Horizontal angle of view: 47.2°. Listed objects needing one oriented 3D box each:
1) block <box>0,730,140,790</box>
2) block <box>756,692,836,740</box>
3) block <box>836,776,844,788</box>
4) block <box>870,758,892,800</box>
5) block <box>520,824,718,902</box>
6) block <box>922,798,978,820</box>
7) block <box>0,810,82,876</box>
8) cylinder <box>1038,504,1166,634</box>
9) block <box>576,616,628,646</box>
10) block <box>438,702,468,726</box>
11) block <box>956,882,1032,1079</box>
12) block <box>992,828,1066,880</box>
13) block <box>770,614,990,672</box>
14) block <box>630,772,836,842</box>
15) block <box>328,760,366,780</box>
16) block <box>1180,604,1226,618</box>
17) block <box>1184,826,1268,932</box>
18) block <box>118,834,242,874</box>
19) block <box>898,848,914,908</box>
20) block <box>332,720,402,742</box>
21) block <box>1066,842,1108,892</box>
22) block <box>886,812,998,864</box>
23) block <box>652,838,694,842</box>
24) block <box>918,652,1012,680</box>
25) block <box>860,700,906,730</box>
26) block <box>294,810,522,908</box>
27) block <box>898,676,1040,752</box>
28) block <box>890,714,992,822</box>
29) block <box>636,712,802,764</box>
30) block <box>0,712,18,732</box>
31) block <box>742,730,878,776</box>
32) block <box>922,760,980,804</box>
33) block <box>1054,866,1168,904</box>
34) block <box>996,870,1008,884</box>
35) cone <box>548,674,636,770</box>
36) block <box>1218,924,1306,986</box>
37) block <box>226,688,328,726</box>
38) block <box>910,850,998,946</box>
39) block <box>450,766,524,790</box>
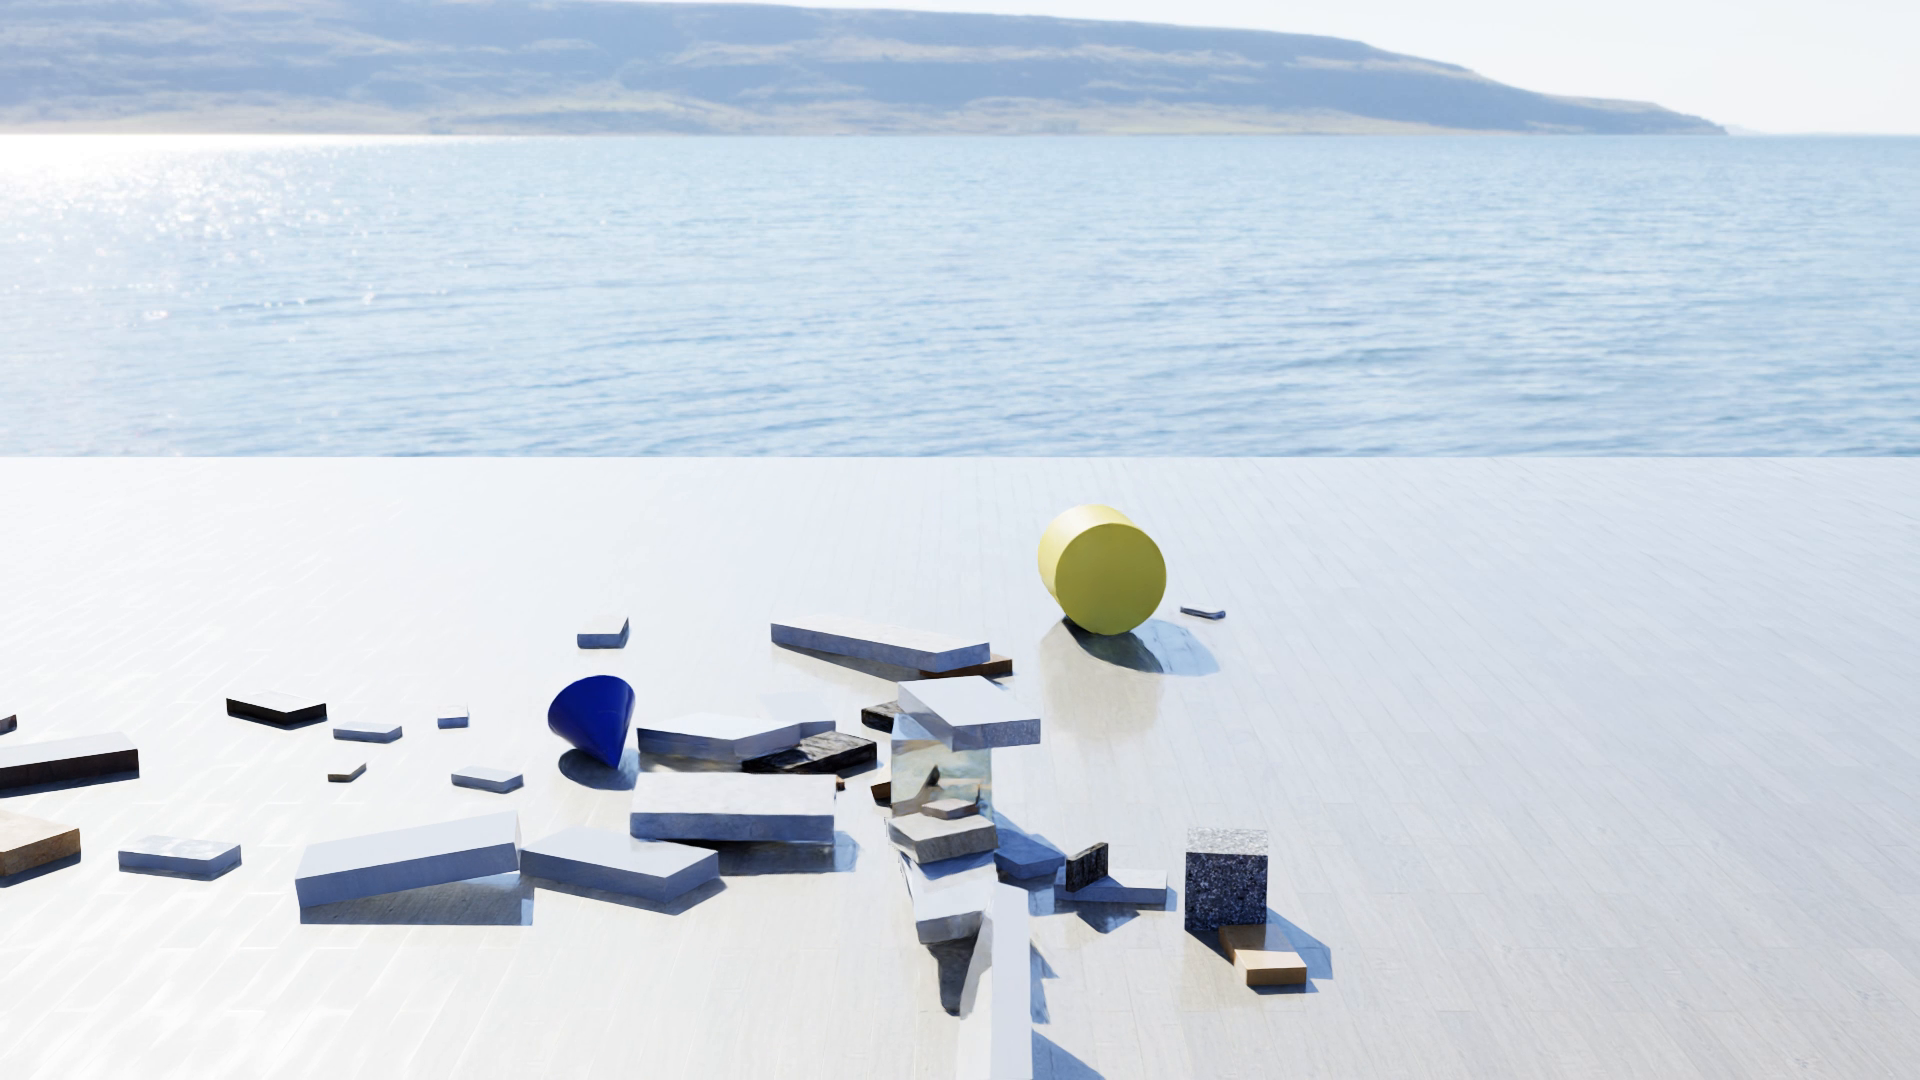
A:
[{"bbox_3d":[-1.812,0.440,4.359,0.320,0.043,0.153,-7,12,-32],"label":"block"},{"bbox_3d":[-0.354,0.376,4.722,0.127,0.036,0.254,-3,11,-15],"label":"block"},{"bbox_3d":[-0.273,0.473,4.262,0.090,0.013,0.045,-4,11,-23],"label":"block"},{"bbox_3d":[-0.103,0.447,4.266,0.099,0.028,0.199,-15,9,13],"label":"block"},{"bbox_3d":[-0.583,0.551,3.759,0.307,0.043,0.153,6,12,28],"label":"block"},{"bbox_3d":[-0.019,0.451,3.691,0.055,0.016,0.110,-12,3,-23],"label":"block"},{"bbox_3d":[-1.724,0.527,3.891,0.307,0.043,0.153,6,12,29],"label":"block"},{"bbox_3d":[0.362,0.072,5.672,0.287,0.287,0.287,-1,11,-7],"label":"cylinder"},{"bbox_3d":[-0.899,0.227,5.543,0.105,0.030,0.211,0,11,-2],"label":"block"},{"bbox_3d":[-1.100,0.377,4.766,0.063,0.018,0.127,-2,11,-12],"label":"block"},{"bbox_3d":[0.042,0.649,2.844,0.051,0.179,0.708,16,10,-2],"label":"block"},{"bbox_3d":[0.095,0.546,3.835,0.091,0.026,0.183,-6,12,-31],"label":"block"},{"bbox_3d":[-0.201,0.245,5.304,0.165,0.047,0.633,-9,11,-41],"label":"block"},{"bbox_3d":[-0.404,0.477,3.945,0.357,0.051,0.179,1,17,-3],"label":"block"},{"bbox_3d":[-1.213,0.457,4.352,0.045,0.013,0.090,1,11,6],"label":"block"},{"bbox_3d":[0.640,0.188,5.793,0.055,0.016,0.110,-10,14,-42],"label":"block"},{"bbox_3d":[0.430,0.547,3.546,0.129,0.129,0.129,1,11,7],"label":"block"},{"bbox_3d":[-1.358,0.547,3.828,0.184,0.026,0.092,3,11,16],"label":"block"},{"bbox_3d":[-0.019,0.550,3.587,0.133,0.038,0.266,-10,15,-5],"label":"block"},{"bbox_3d":[-1.247,0.402,4.631,0.127,0.018,0.063,3,11,16],"label":"block"},{"bbox_3d":[0.211,0.541,3.639,0.016,0.055,0.110,7,13,34],"label":"block"},{"bbox_3d":[-0.032,0.484,3.629,0.133,0.038,0.265,-10,2,-11],"label":"block"},{"bbox_3d":[-0.451,0.508,4.013,0.254,0.036,0.127,-4,11,-19],"label":"block"},{"bbox_3d":[0.014,0.297,5.167,0.199,0.028,0.099,-7,13,-34],"label":"block"},{"bbox_3d":[-0.079,0.367,4.788,0.273,0.030,0.105,-10,15,-44],"label":"block"},{"bbox_3d":[-0.924,0.535,3.706,0.357,0.051,0.179,-9,12,-8],"label":"block"},{"bbox_3d":[0.013,0.316,4.034,0.165,0.047,0.329,-3,11,-18],"label":"block"},{"bbox_3d":[-0.032,0.429,4.041,0.180,0.180,0.180,0,11,1],"label":"block"},{"bbox_3d":[-0.491,0.399,4.456,0.165,0.047,0.329,-11,8,-42],"label":"block"},{"bbox_3d":[-2.118,0.417,4.528,0.092,0.026,0.402,3,11,16],"label":"block"},{"bbox_3d":[-0.299,0.436,4.401,0.127,0.036,0.254,9,14,40],"label":"block"},{"bbox_3d":[-0.016,0.468,4.248,0.099,0.028,0.199,1,11,3],"label":"block"},{"bbox_3d":[0.253,0.576,3.673,0.184,0.026,0.092,1,11,7],"label":"block"},{"bbox_3d":[0.044,0.575,3.710,0.045,0.013,0.090,4,11,22],"label":"block"},{"bbox_3d":[-0.718,0.403,4.443,0.187,0.187,0.187,-5,38,-25],"label":"cone"},{"bbox_3d":[0.462,0.633,3.365,0.091,0.026,0.183,-1,11,-6],"label":"block"},{"bbox_3d":[-1.494,0.364,4.804,0.211,0.030,0.105,8,13,36],"label":"block"},{"bbox_3d":[-0.005,0.548,3.411,0.133,0.038,0.266,-10,12,-1],"label":"block"},{"bbox_3d":[-0.923,0.465,4.294,0.127,0.018,0.063,5,12,27],"label":"block"}]
